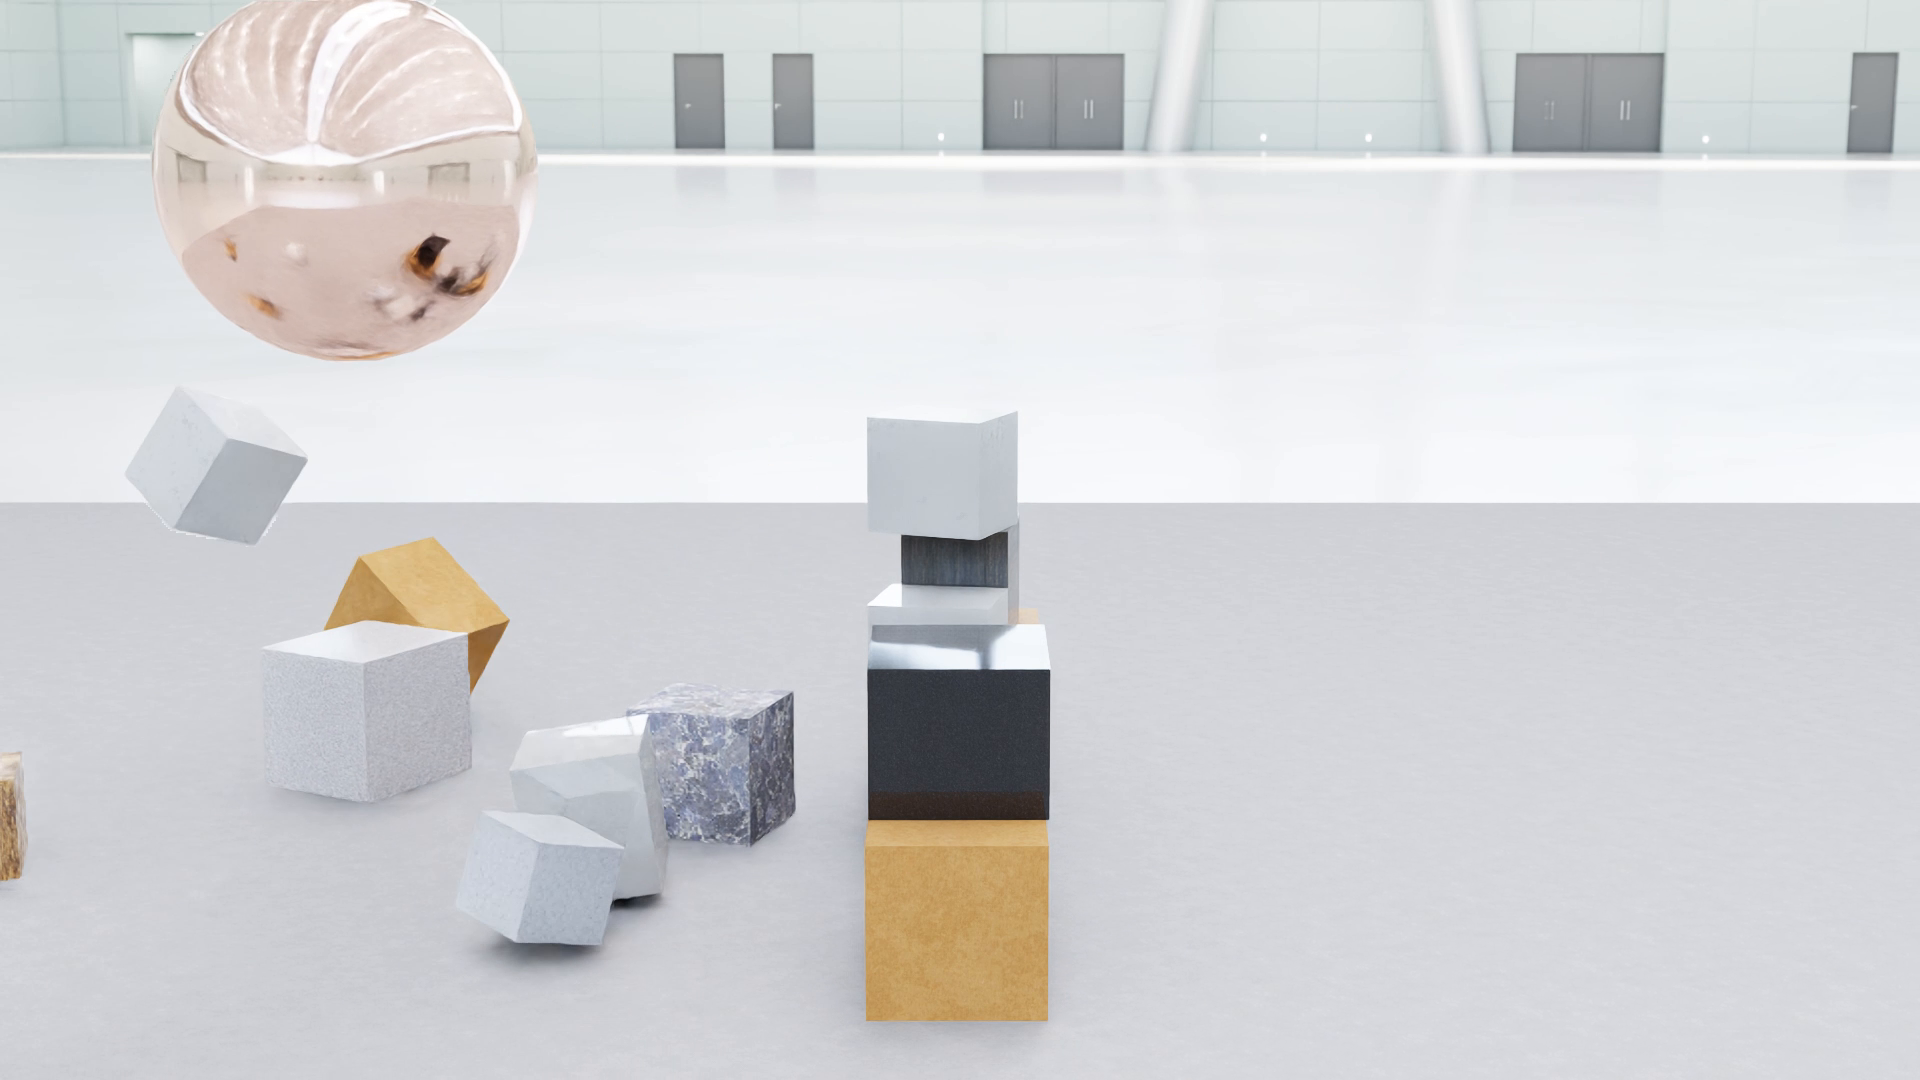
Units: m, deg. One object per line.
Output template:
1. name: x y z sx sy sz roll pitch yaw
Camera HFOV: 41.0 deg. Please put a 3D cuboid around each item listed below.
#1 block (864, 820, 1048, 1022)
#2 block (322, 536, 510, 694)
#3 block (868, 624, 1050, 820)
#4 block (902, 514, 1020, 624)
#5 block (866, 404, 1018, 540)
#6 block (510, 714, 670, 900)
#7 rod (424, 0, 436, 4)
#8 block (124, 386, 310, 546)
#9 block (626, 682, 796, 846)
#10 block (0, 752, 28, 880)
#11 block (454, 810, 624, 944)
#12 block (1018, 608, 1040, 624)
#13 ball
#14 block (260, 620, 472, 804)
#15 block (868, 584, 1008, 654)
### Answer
1. block: -0.012 1.410 9.903 0.683 0.682 0.675 0 10 0
2. block: -2.974 0.485 13.989 0.684 0.619 0.545 45 33 19
3. block: -0.005 0.709 10.121 0.695 0.599 0.701 0 12 0
4. block: 0.007 0.174 12.575 0.516 0.539 0.534 1 10 7
5. block: -0.081 -0.331 12.304 0.575 0.552 0.496 4 11 22
6. block: -1.599 1.176 11.155 0.545 0.626 0.646 -8 11 -2
7. rod: -1.126 -4.571 10.349 0.080 5.200 0.080 25 9 -4
8. block: -3.873 -0.384 13.373 0.504 0.563 0.568 40 12 30
9. block: -1.170 1.048 12.117 0.610 0.603 0.568 3 11 17
10. block: -4.471 1.245 11.465 0.518 0.449 0.510 -3 11 -16
11. block: -1.702 1.366 10.392 0.425 0.407 0.445 11 5 -45
12. block: -0.009 0.810 12.847 0.807 0.810 0.704 0 10 0
13. ball: -2.599 -1.555 10.898 1.600 1.600 1.600 0 10 0
14. block: -2.983 0.851 12.924 0.673 0.702 0.766 6 12 29
15. block: -0.100 0.520 12.080 0.566 0.518 0.534 2 10 11
